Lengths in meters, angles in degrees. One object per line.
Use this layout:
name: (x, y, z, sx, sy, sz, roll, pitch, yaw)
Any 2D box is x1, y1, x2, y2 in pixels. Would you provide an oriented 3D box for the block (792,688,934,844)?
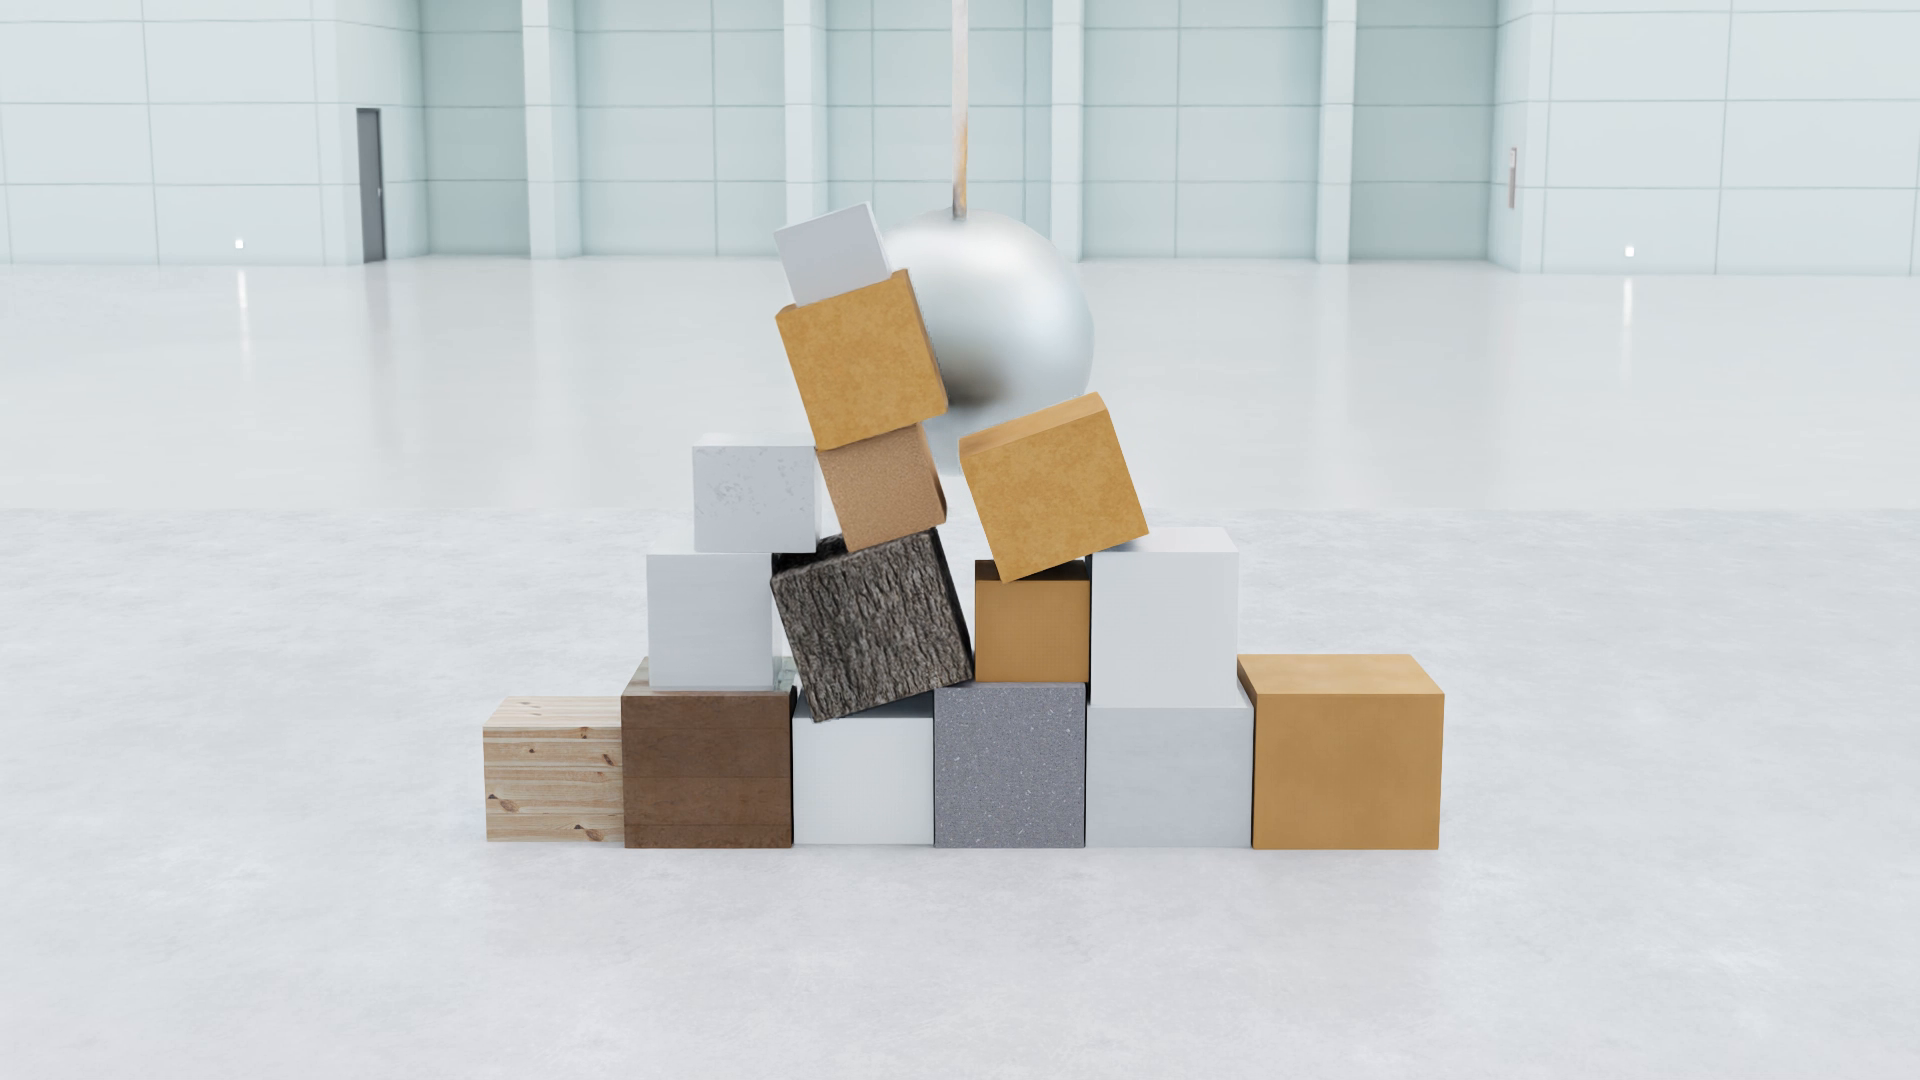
block: (-0.486, 1.153, 11.397, 0.704, 0.653, 0.683, 0, 10, 0)

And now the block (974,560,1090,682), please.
block: (0.360, 0.406, 11.240, 0.567, 0.517, 0.567, 0, 10, 0)

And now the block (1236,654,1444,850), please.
block: (1.935, 1.081, 11.371, 0.928, 0.805, 0.851, 0, 10, 0)

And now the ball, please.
ball: (0.000, -1.170, 13.076, 1.600, 1.600, 1.600, 0, 10, 0)

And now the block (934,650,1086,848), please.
block: (0.249, 1.067, 11.374, 0.746, 0.831, 0.822, 0, 10, 0)

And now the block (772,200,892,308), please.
block: (-0.626, -1.421, 10.904, 0.475, 0.384, 0.437, -17, 10, 3)

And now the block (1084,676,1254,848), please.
block: (1.046, 1.118, 11.392, 0.829, 0.723, 0.800, 0, 10, 0)

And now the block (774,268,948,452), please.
block: (-0.481, -0.910, 11.001, 0.656, 0.697, 0.662, -17, 10, 3)

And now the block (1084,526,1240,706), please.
block: (1.016, 0.379, 11.260, 0.723, 0.780, 0.712, 0, 10, 0)

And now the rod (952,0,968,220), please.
rod: (0.000, -4.099, 11.349, 0.080, 5.200, 0.080, 0, 31, 0)

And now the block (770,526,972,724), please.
block: (-0.439, 0.367, 11.246, 0.815, 0.746, 0.859, -16, 10, 3)

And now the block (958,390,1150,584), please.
block: (0.462, -0.281, 11.146, 0.764, 0.653, 0.787, -19, 10, 3)

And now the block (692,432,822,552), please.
block: (-1.019, -0.247, 11.132, 0.600, 0.534, 0.522, 0, 10, 0)

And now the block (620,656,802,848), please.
block: (-1.266, 1.084, 11.396, 0.835, 0.789, 0.862, 0, 10, 0)

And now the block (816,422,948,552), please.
block: (-0.389, -0.310, 11.140, 0.511, 0.532, 0.552, -17, 10, 3)

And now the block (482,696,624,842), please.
block: (-2.046, 1.178, 11.401, 0.706, 0.602, 0.615, 0, 10, 0)

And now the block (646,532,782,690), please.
block: (-1.245, 0.356, 11.254, 0.619, 0.695, 0.632, 0, 10, 0)
